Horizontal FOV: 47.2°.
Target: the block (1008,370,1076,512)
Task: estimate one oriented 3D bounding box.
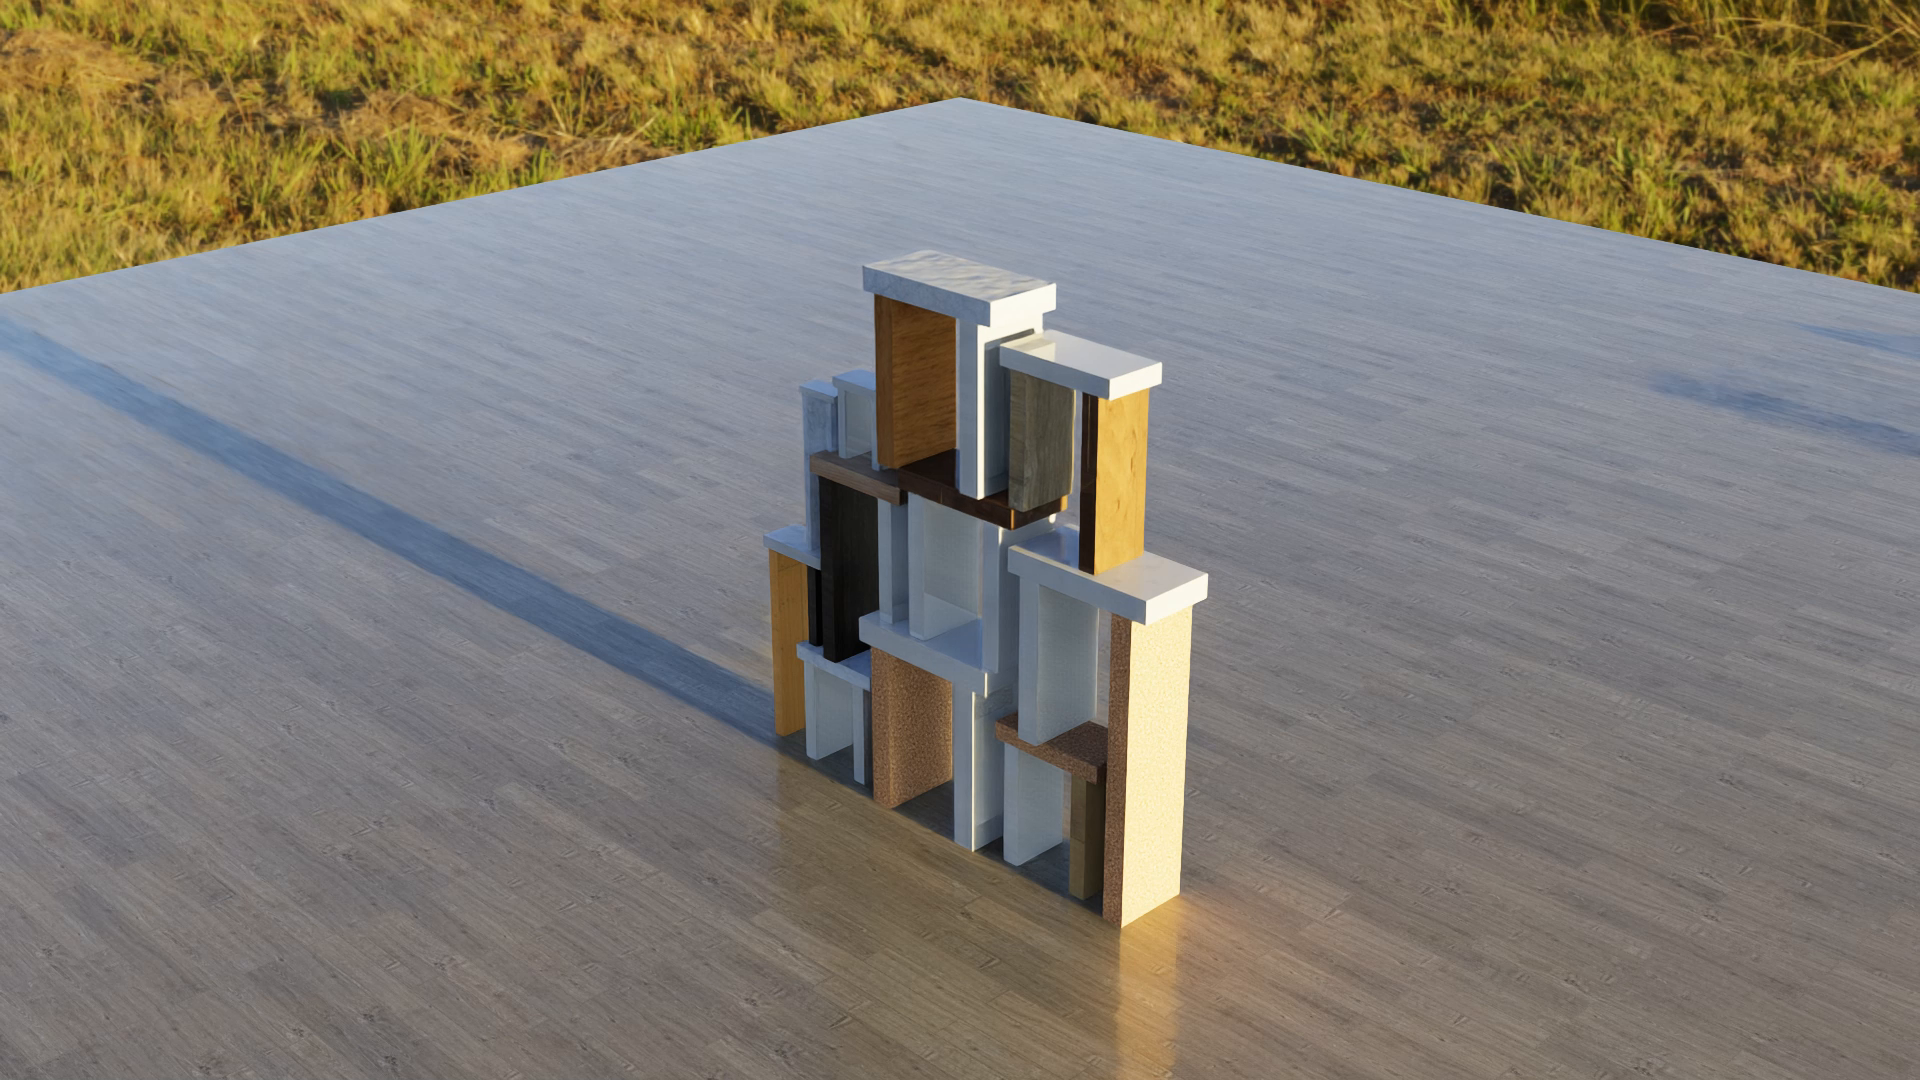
[{"bbox_3d":[0.149,-0.195,3.980,0.037,0.265,0.132,22,31,40],"label":"block"}]

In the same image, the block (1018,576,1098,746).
[{"bbox_3d":[0.185,0.202,4.103,0.047,0.332,0.166,21,31,41],"label":"block"}]

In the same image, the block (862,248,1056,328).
[{"bbox_3d":[-0.004,-0.464,4.037,0.167,0.047,0.334,-21,31,-41],"label":"block"}]

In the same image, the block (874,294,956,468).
[{"bbox_3d":[-0.083,-0.319,4.182,0.047,0.334,0.167,21,30,41],"label":"block"}]

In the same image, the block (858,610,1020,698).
[{"bbox_3d":[-0.014,0.202,4.321,0.352,0.050,0.176,21,31,41],"label":"block"}]

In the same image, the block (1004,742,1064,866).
[{"bbox_3d":[0.144,0.492,4.272,0.037,0.258,0.129,21,31,41],"label":"block"}]

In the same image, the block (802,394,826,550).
[{"bbox_3d":[-0.292,-0.143,4.481,0.052,0.340,0.015,-22,31,-40],"label":"block"}]

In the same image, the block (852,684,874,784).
[{"bbox_3d":[-0.170,0.385,4.565,0.032,0.224,0.112,21,31,41],"label":"block"}]

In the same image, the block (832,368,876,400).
[{"bbox_3d":[-0.174,-0.301,4.292,0.072,0.020,0.144,-21,31,-40],"label":"block"}]

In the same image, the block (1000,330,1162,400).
[{"bbox_3d":[0.210,-0.309,3.862,0.132,0.037,0.265,-21,31,-40],"label":"block"}]

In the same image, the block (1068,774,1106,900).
[{"bbox_3d":[0.266,0.539,4.159,0.037,0.258,0.129,21,31,41],"label":"block"}]

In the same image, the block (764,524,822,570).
[{"bbox_3d":[-0.317,0.013,4.581,0.090,0.025,0.180,-22,31,-40],"label":"block"}]

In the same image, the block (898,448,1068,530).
[{"bbox_3d":[0.041,-0.098,4.144,0.299,0.042,0.149,21,31,41],"label":"block"}]

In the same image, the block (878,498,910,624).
[{"bbox_3d":[-0.101,0.025,4.343,0.037,0.258,0.129,21,31,41],"label":"block"}]

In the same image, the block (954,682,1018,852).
[{"bbox_3d":[0.069,0.419,4.323,0.050,0.352,0.176,21,31,41],"label":"block"}]

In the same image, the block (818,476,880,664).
[{"bbox_3d":[-0.223,0.044,4.484,0.037,0.404,0.129,21,31,41],"label":"block"}]

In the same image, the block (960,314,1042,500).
[{"bbox_3d":[0.075,-0.258,4.037,0.047,0.334,0.167,21,31,41],"label":"block"}]

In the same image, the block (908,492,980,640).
[{"bbox_3d":[-0.031,0.033,4.272,0.149,0.299,0.042,-21,31,-40],"label":"block"}]

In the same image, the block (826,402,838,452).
[{"bbox_3d":[-0.243,-0.232,4.391,0.052,0.104,0.015,-21,31,-41],"label":"block"}]

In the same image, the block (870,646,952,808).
[{"bbox_3d":[-0.097,0.354,4.476,0.050,0.352,0.176,21,31,41],"label":"block"}]

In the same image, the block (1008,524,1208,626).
[{"bbox_3d":[0.263,0.059,3.957,0.332,0.047,0.166,21,31,41],"label":"block"}]

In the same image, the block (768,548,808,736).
[{"bbox_3d":[-0.359,0.209,4.710,0.025,0.436,0.090,21,31,41],"label":"block"}]

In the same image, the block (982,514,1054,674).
[{"bbox_3d":[0.110,0.088,4.143,0.149,0.299,0.042,-21,31,-41],"label":"block"}]

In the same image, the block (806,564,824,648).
[{"bbox_3d":[-0.275,0.125,4.582,0.025,0.180,0.090,21,31,41],"label":"block"}]

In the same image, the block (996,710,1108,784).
[{"bbox_3d":[0.205,0.380,4.158,0.258,0.037,0.129,21,31,41],"label":"block"}]

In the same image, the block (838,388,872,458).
[{"bbox_3d":[-0.208,-0.239,4.355,0.072,0.144,0.020,-21,31,-41],"label":"block"}]

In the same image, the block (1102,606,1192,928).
[{"bbox_3d":[0.341,0.399,4.017,0.047,0.627,0.166,21,31,41],"label":"block"}]

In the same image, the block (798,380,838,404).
[{"bbox_3d":[-0.268,-0.296,4.389,0.104,0.015,0.052,20,30,40],"label":"block"}]

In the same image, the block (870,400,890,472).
[{"bbox_3d":[-0.140,-0.212,4.293,0.072,0.144,0.020,-21,31,-41],"label":"block"}]

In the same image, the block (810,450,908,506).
[{"bbox_3d":[-0.162,-0.135,4.342,0.129,0.037,0.258,-21,31,-41],"label":"block"}]

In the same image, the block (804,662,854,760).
[{"bbox_3d":[-0.275,0.344,4.663,0.032,0.224,0.112,21,31,41],"label":"block"}]

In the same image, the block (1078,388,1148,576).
[{"bbox_3d":[0.271,-0.114,3.876,0.037,0.333,0.132,21,31,41],"label":"block"}]

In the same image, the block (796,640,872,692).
[{"bbox_3d":[-0.222,0.247,4.564,0.224,0.032,0.112,21,31,41],"label":"block"}]
